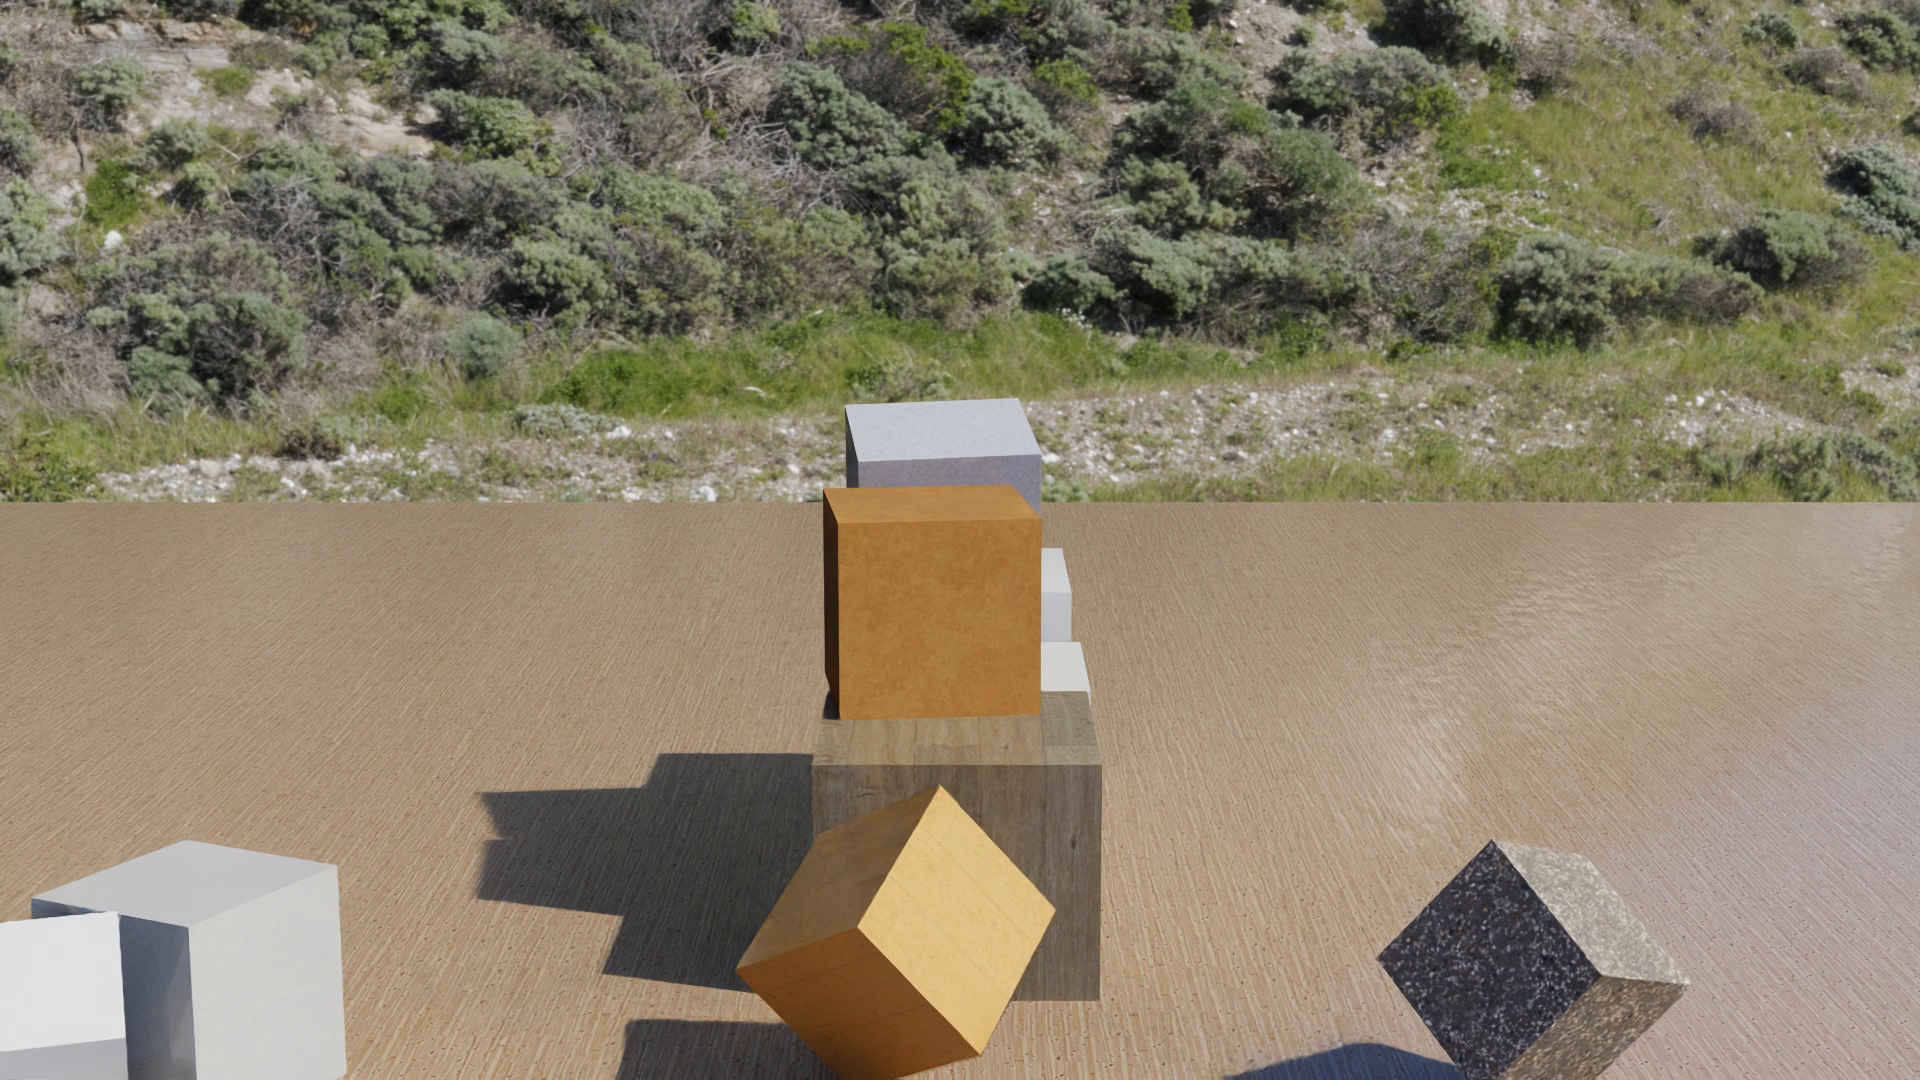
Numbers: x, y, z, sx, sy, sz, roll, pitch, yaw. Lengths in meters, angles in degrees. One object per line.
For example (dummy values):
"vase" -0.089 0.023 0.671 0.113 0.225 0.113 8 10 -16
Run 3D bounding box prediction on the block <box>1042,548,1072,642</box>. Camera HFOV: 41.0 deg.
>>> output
"block" 0.002 0.711 12.411 1.018 1.160 1.107 0 10 0

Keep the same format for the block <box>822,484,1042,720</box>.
"block" -0.131 0.244 10.740 0.819 0.807 0.873 -1 10 -7

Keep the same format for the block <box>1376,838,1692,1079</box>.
"block" 1.952 1.468 8.724 0.655 0.596 0.597 15 32 -47

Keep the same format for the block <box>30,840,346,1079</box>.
"block" -2.655 1.551 8.882 0.692 0.771 0.739 5 11 26

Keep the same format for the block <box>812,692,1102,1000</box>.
"block" -0.012 1.203 10.335 1.095 0.936 1.175 0 10 0

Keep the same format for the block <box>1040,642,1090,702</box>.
"block" 0.014 1.013 11.399 1.078 0.929 0.967 0 10 0

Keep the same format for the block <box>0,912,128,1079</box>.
"block" -2.935 1.666 7.884 0.718 0.740 0.636 -4 29 -19

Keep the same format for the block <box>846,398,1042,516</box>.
"block" -0.085 -0.116 11.554 0.797 0.818 0.733 -3 23 -6

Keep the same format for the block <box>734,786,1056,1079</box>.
"block" -0.219 1.384 8.888 0.667 0.628 0.677 -26 22 43
